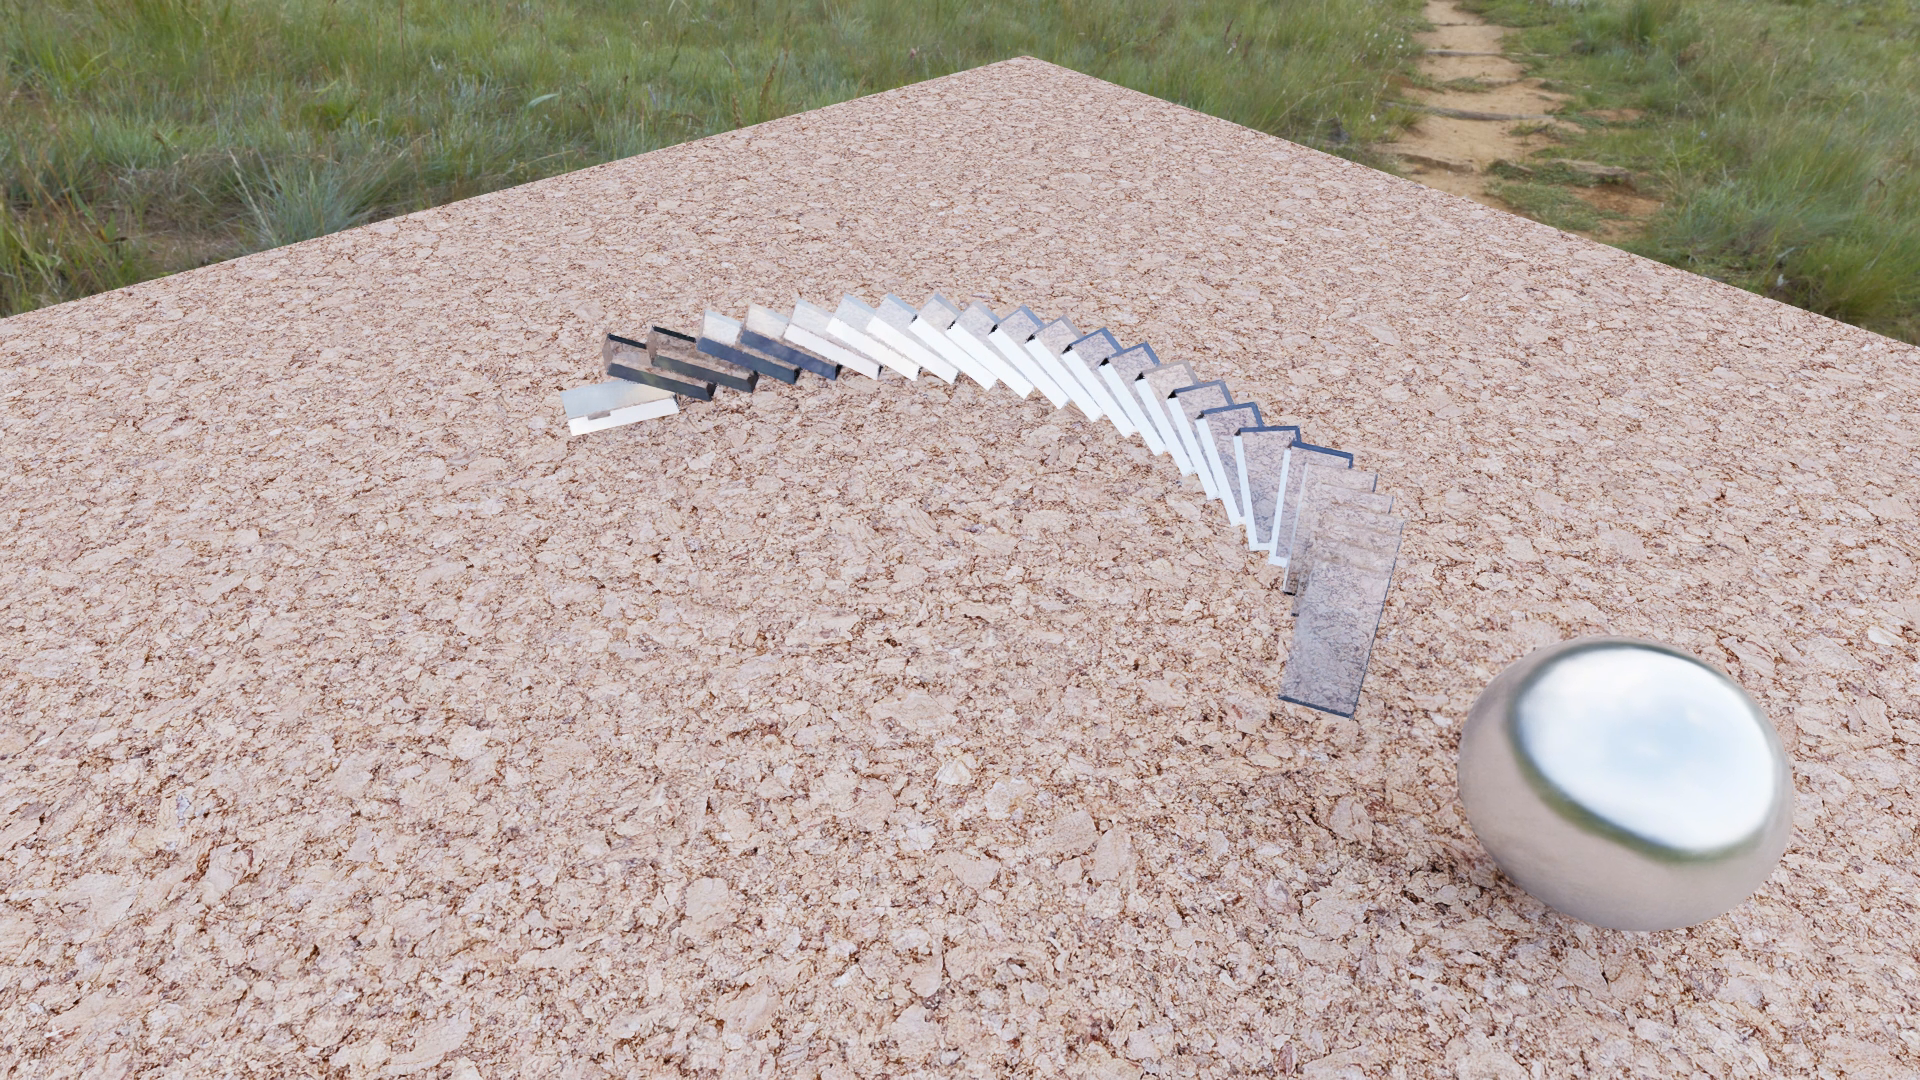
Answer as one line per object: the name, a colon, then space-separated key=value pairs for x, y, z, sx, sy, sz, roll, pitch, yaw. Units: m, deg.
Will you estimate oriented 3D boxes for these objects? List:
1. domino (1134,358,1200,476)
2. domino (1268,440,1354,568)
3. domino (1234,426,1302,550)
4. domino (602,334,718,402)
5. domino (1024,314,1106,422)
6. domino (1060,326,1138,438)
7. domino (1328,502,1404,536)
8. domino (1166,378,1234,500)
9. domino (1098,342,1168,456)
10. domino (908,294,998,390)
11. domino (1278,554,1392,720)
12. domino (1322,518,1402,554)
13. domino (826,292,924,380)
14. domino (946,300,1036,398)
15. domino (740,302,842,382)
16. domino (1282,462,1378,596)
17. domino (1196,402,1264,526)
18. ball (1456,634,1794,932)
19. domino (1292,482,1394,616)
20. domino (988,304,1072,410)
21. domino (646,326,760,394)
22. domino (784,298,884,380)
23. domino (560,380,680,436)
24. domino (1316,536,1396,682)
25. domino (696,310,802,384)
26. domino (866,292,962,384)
domino: x=0.101 y=-0.055 z=0.492 sx=0.025 sy=0.010 sz=0.050 roll=-18 pitch=73 yaw=-21
domino: x=0.140 y=-0.013 z=0.437 sx=0.025 sy=0.009 sz=0.050 roll=13 pitch=72 yaw=2
domino: x=0.129 y=-0.021 z=0.449 sx=0.025 sy=0.009 sz=0.050 roll=-3 pitch=72 yaw=-4
domino: x=-0.143 y=-0.082 z=0.525 sx=0.050 sy=0.010 sz=0.025 roll=13 pitch=29 yaw=-31
domino: x=0.057 y=-0.082 z=0.525 sx=0.025 sy=0.009 sz=0.050 roll=-35 pitch=81 yaw=-35
domino: x=0.073 y=-0.074 z=0.515 sx=0.025 sy=0.010 sz=0.050 roll=-30 pitch=78 yaw=-31
domino: x=0.140 y=0.014 z=0.396 sx=0.025 sy=0.050 sz=0.009 roll=14 pitch=11 yaw=17
domino: x=0.112 y=-0.044 z=0.479 sx=0.025 sy=0.010 sz=0.050 roll=-14 pitch=71 yaw=-16
domino: x=0.088 y=-0.065 z=0.504 sx=0.025 sy=0.010 sz=0.050 roll=-24 pitch=75 yaw=-26
domino: x=0.001 y=-0.098 z=0.545 sx=0.050 sy=0.010 sz=0.025 roll=38 pitch=45 yaw=-2
domino: x=0.127 y=0.033 z=0.373 sx=0.025 sy=0.050 sz=0.010 roll=14 pitch=11 yaw=17
domino: x=0.136 y=0.020 z=0.388 sx=0.025 sy=0.050 sz=0.009 roll=14 pitch=11 yaw=17
domino: x=-0.040 y=-0.101 z=0.549 sx=0.050 sy=0.009 sz=0.025 roll=29 pitch=39 yaw=-12
domino: x=0.020 y=-0.094 z=0.539 sx=0.050 sy=0.010 sz=0.025 roll=39 pitch=46 yaw=-1
domino: x=-0.083 y=-0.098 z=0.546 sx=0.050 sy=0.010 sz=0.025 roll=21 pitch=35 yaw=-19
domino: x=0.139 y=-0.002 z=0.416 sx=0.025 sy=0.050 sz=0.009 roll=10 pitch=10 yaw=10
domino: x=0.120 y=-0.033 z=0.464 sx=0.025 sy=0.009 sz=0.050 roll=-10 pitch=71 yaw=-12
ball: x=0.182 y=0.067 z=0.306 sx=0.080 sy=0.080 sz=0.080 roll=0 pitch=39 yaw=0
domino: x=0.141 y=0.006 z=0.406 sx=0.025 sy=0.050 sz=0.010 roll=13 pitch=11 yaw=15
domino: x=0.040 y=-0.089 z=0.534 sx=0.050 sy=0.010 sz=0.025 roll=46 pitch=52 yaw=5
domino: x=-0.124 y=-0.087 z=0.531 sx=0.050 sy=0.010 sz=0.025 roll=13 pitch=29 yaw=-31
domino: x=-0.061 y=-0.100 z=0.548 sx=0.050 sy=0.010 sz=0.025 roll=24 pitch=37 yaw=-15
domino: x=-0.162 y=-0.066 z=0.524 sx=0.050 sy=0.010 sz=0.025 roll=-16 pitch=42 yaw=-18
domino: x=0.132 y=0.026 z=0.381 sx=0.025 sy=0.050 sz=0.009 roll=14 pitch=11 yaw=17
domino: x=-0.103 y=-0.095 z=0.542 sx=0.050 sy=0.009 sz=0.025 roll=18 pitch=34 yaw=-22
domino: x=-0.020 y=-0.100 z=0.547 sx=0.050 sy=0.010 sz=0.025 roll=32 pitch=41 yaw=-9
